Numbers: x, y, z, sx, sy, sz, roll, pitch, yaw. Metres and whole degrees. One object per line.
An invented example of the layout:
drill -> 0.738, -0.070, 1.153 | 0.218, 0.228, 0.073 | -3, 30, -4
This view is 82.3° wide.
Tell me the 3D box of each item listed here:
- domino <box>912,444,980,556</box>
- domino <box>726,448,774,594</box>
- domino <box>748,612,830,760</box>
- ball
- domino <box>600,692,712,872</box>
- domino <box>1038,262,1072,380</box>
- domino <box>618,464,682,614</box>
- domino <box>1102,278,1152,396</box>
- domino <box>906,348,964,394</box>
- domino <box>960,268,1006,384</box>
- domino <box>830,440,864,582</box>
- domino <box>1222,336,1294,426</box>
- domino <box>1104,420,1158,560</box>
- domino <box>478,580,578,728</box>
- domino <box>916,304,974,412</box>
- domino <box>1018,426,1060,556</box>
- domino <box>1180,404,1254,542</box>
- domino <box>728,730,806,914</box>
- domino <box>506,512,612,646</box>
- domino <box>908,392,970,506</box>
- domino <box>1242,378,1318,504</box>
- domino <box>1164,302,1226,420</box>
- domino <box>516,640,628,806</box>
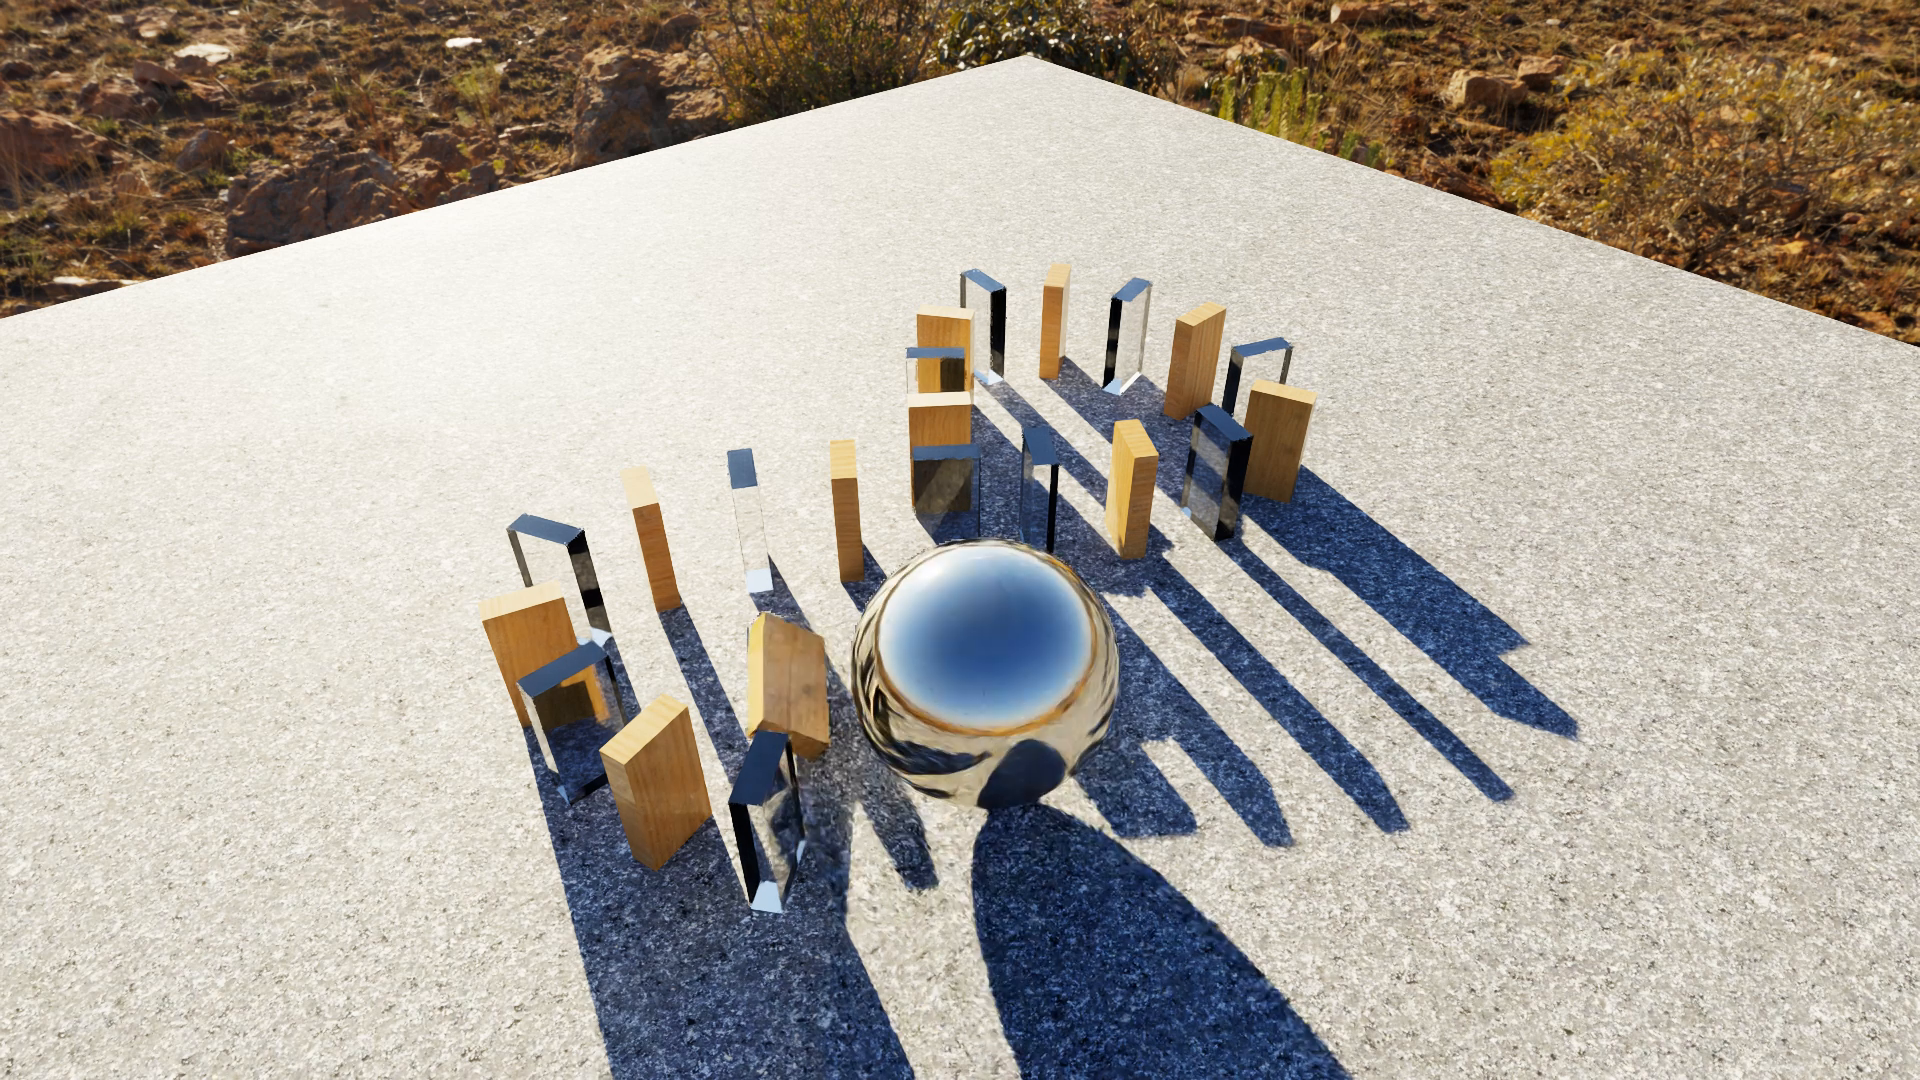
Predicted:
domino -> -0.005, -0.014, 0.428 | 0.025, 0.050, 0.010 | -2, 39, -3
domino -> -0.080, -0.007, 0.420 | 0.009, 0.050, 0.025 | -9, 40, -10
domino -> -0.058, 0.049, 0.373 | 0.025, 0.009, 0.050 | 27, 30, -28
ball -> 0.007, 0.039, 0.328 | 0.080, 0.080, 0.080 | 0, 39, 0
domino -> -0.088, 0.072, 0.324 | 0.010, 0.050, 0.025 | 21, 44, 24
domino -> 0.047, -0.108, 0.543 | 0.009, 0.050, 0.025 | 8, 40, 10
domino -> -0.116, 0.000, 0.412 | 0.009, 0.050, 0.025 | -16, 42, -18
domino -> 0.081, -0.098, 0.531 | 0.009, 0.050, 0.025 | 22, 44, 24
domino -> -0.010, -0.061, 0.486 | 0.025, 0.050, 0.009 | 0, 39, 0
domino -> 0.011, -0.104, 0.539 | 0.010, 0.050, 0.025 | -23, 45, -26
domino -> -0.043, -0.011, 0.425 | 0.010, 0.050, 0.025 | -4, 39, -5
domino -> 0.130, -0.064, 0.489 | 0.025, 0.050, 0.009 | -14, 41, -17
domino -> 0.067, -0.020, 0.435 | 0.010, 0.050, 0.025 | -7, 40, -8
domino -> -0.139, 0.038, 0.365 | 0.025, 0.050, 0.009 | -18, 42, -20
domino -> -0.006, -0.084, 0.514 | 0.025, 0.050, 0.010 | 8, 40, 9
domino -> 0.031, -0.016, 0.431 | 0.010, 0.050, 0.025 | -4, 40, -5
domino -> 0.103, -0.027, 0.444 | 0.009, 0.050, 0.025 | -16, 42, -18
domino -> -0.054, 0.081, 0.313 | 0.009, 0.050, 0.025 | 6, 40, 7
domino -> -0.142, 0.015, 0.393 | 0.025, 0.050, 0.010 | 14, 41, 16
domino -> -0.008, -0.037, 0.457 | 0.025, 0.050, 0.009 | -3, 39, -4
domino -> 0.132, -0.041, 0.461 | 0.025, 0.050, 0.009 | 18, 42, 20
domino -> 0.109, -0.083, 0.513 | 0.025, 0.050, 0.009 | -31, 48, -32
domino -> -0.118, 0.057, 0.342 | 0.025, 0.050, 0.009 | -32, 49, -33
